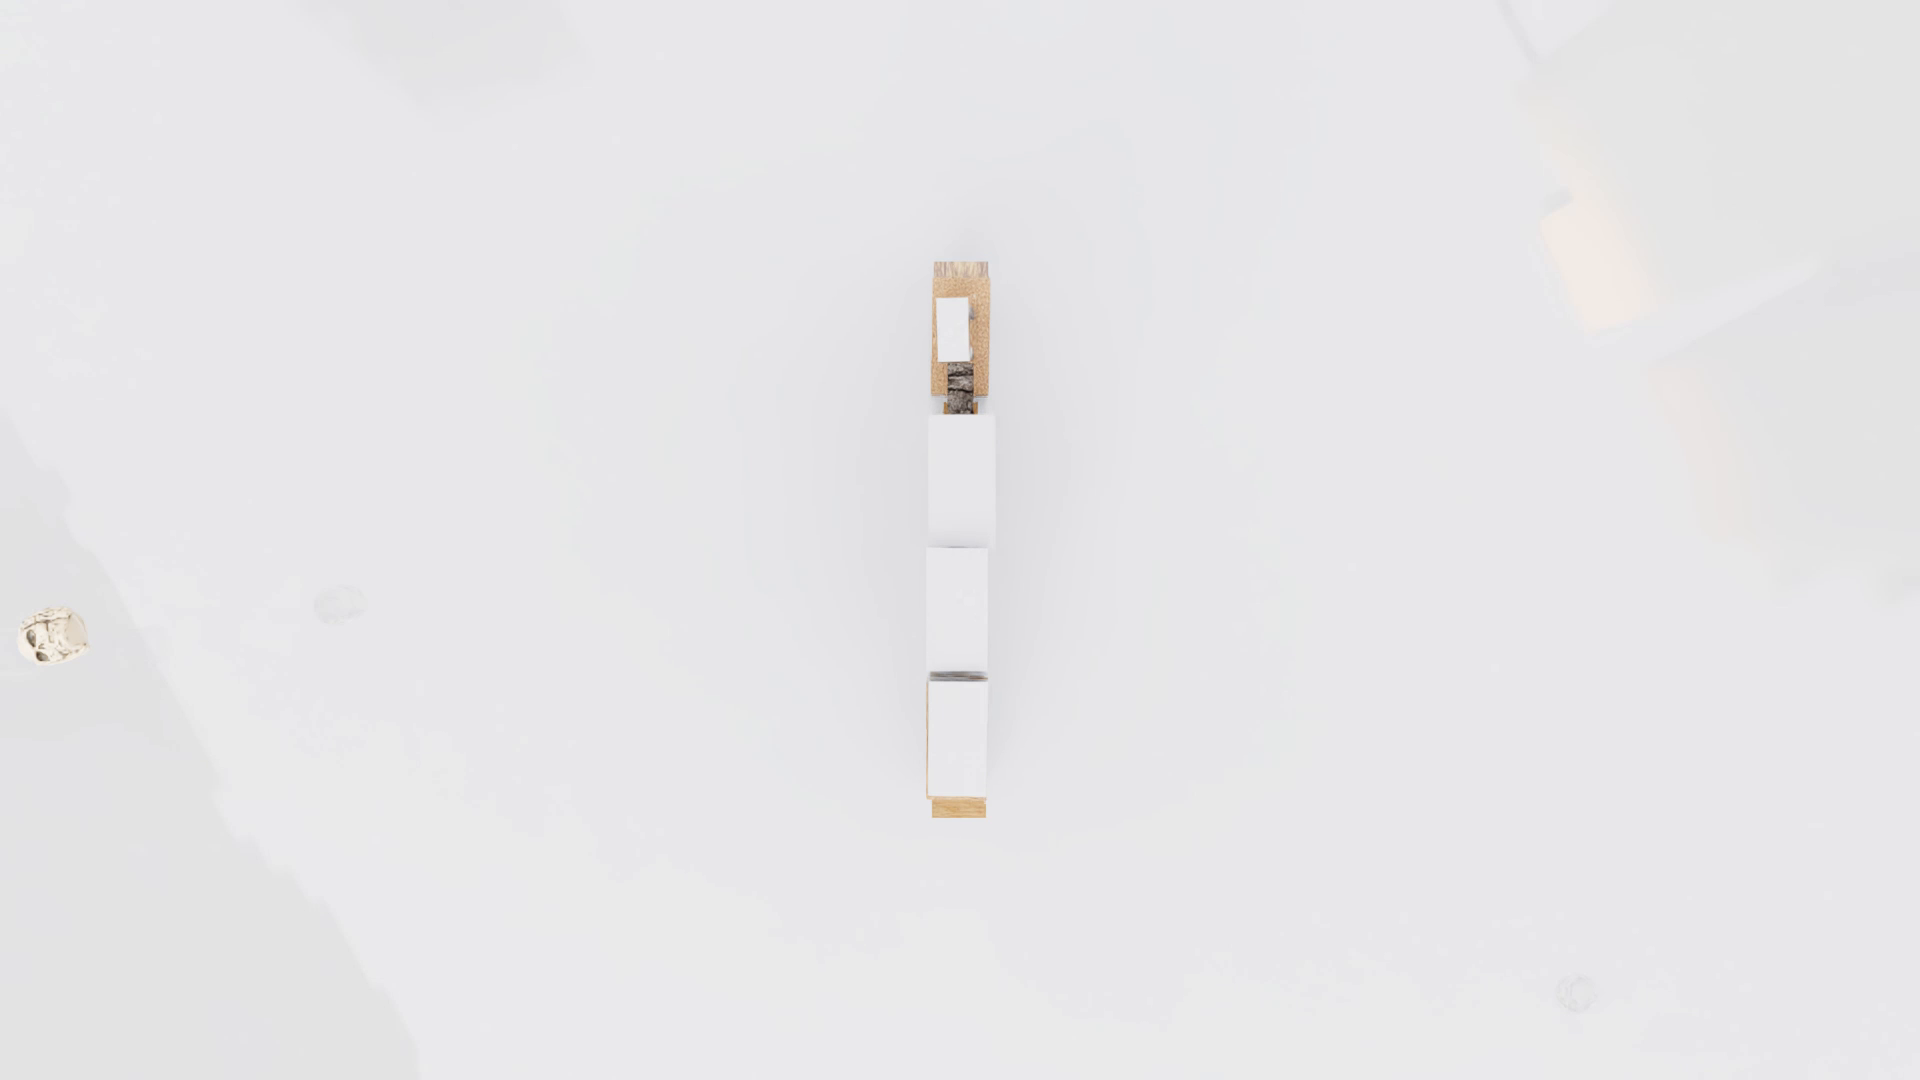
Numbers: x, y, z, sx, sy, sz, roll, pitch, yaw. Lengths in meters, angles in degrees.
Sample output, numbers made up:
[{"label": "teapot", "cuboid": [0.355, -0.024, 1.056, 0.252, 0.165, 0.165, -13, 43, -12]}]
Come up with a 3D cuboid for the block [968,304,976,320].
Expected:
[{"label": "block", "cuboid": [-0.005, -0.563, 4.071, 0.076, 0.152, 0.022, 1, 93, 5]}]

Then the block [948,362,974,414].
[{"label": "block", "cuboid": [0.001, -0.368, 4.025, 0.063, 0.018, 0.127, 0, 91, 0]}]

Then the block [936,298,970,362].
[{"label": "block", "cuboid": [-0.016, -0.508, 3.988, 0.076, 0.022, 0.152, -1, 96, 3]}]

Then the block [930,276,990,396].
[{"label": "block", "cuboid": [0.002, -0.515, 4.175, 0.146, 0.041, 0.292, 1, 94, 0]}]

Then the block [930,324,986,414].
[{"label": "block", "cuboid": [-0.004, -0.434, 4.518, 0.153, 0.043, 0.307, 0, 90, 0]}]

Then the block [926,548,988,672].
[{"label": "block", "cuboid": [-0.007, 0.163, 3.881, 0.144, 0.041, 0.288, 0, 91, 0]}]

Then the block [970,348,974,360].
[{"label": "block", "cuboid": [-0.005, -0.462, 4.079, 0.076, 0.152, 0.022, 1, 94, 3]}]

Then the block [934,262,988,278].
[{"label": "block", "cuboid": [0.003, -0.693, 5.135, 0.170, 0.048, 0.340, 0, 90, 0]}]

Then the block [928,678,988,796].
[{"label": "block", "cuboid": [-0.005, 0.461, 3.852, 0.136, 0.039, 0.273, 1, 98, 0]}]

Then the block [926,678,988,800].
[{"label": "block", "cuboid": [-0.007, 0.504, 4.178, 0.153, 0.043, 0.307, 0, 98, 0]}]

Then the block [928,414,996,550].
[{"label": "block", "cuboid": [0.004, -0.138, 3.950, 0.161, 0.046, 0.321, 0, 90, 0]}]

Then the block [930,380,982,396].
[{"label": "block", "cuboid": [-0.001, -0.415, 4.349, 0.146, 0.292, 0.041, 0, 89, 0]}]

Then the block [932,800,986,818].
[{"label": "block", "cuboid": [-0.003, 0.692, 5.138, 0.169, 0.048, 0.338, 0, 90, 0]}]

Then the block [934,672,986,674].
[{"label": "block", "cuboid": [0.000, 0.209, 4.210, 0.132, 0.037, 0.265, 0, 91, 0]}]

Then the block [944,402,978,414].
[{"label": "block", "cuboid": [0.002, -0.271, 4.306, 0.089, 0.025, 0.177, 0, 90, 0]}]

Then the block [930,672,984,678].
[{"label": "block", "cuboid": [-0.007, 0.266, 4.515, 0.148, 0.042, 0.297, 0, 90, 0]}]
